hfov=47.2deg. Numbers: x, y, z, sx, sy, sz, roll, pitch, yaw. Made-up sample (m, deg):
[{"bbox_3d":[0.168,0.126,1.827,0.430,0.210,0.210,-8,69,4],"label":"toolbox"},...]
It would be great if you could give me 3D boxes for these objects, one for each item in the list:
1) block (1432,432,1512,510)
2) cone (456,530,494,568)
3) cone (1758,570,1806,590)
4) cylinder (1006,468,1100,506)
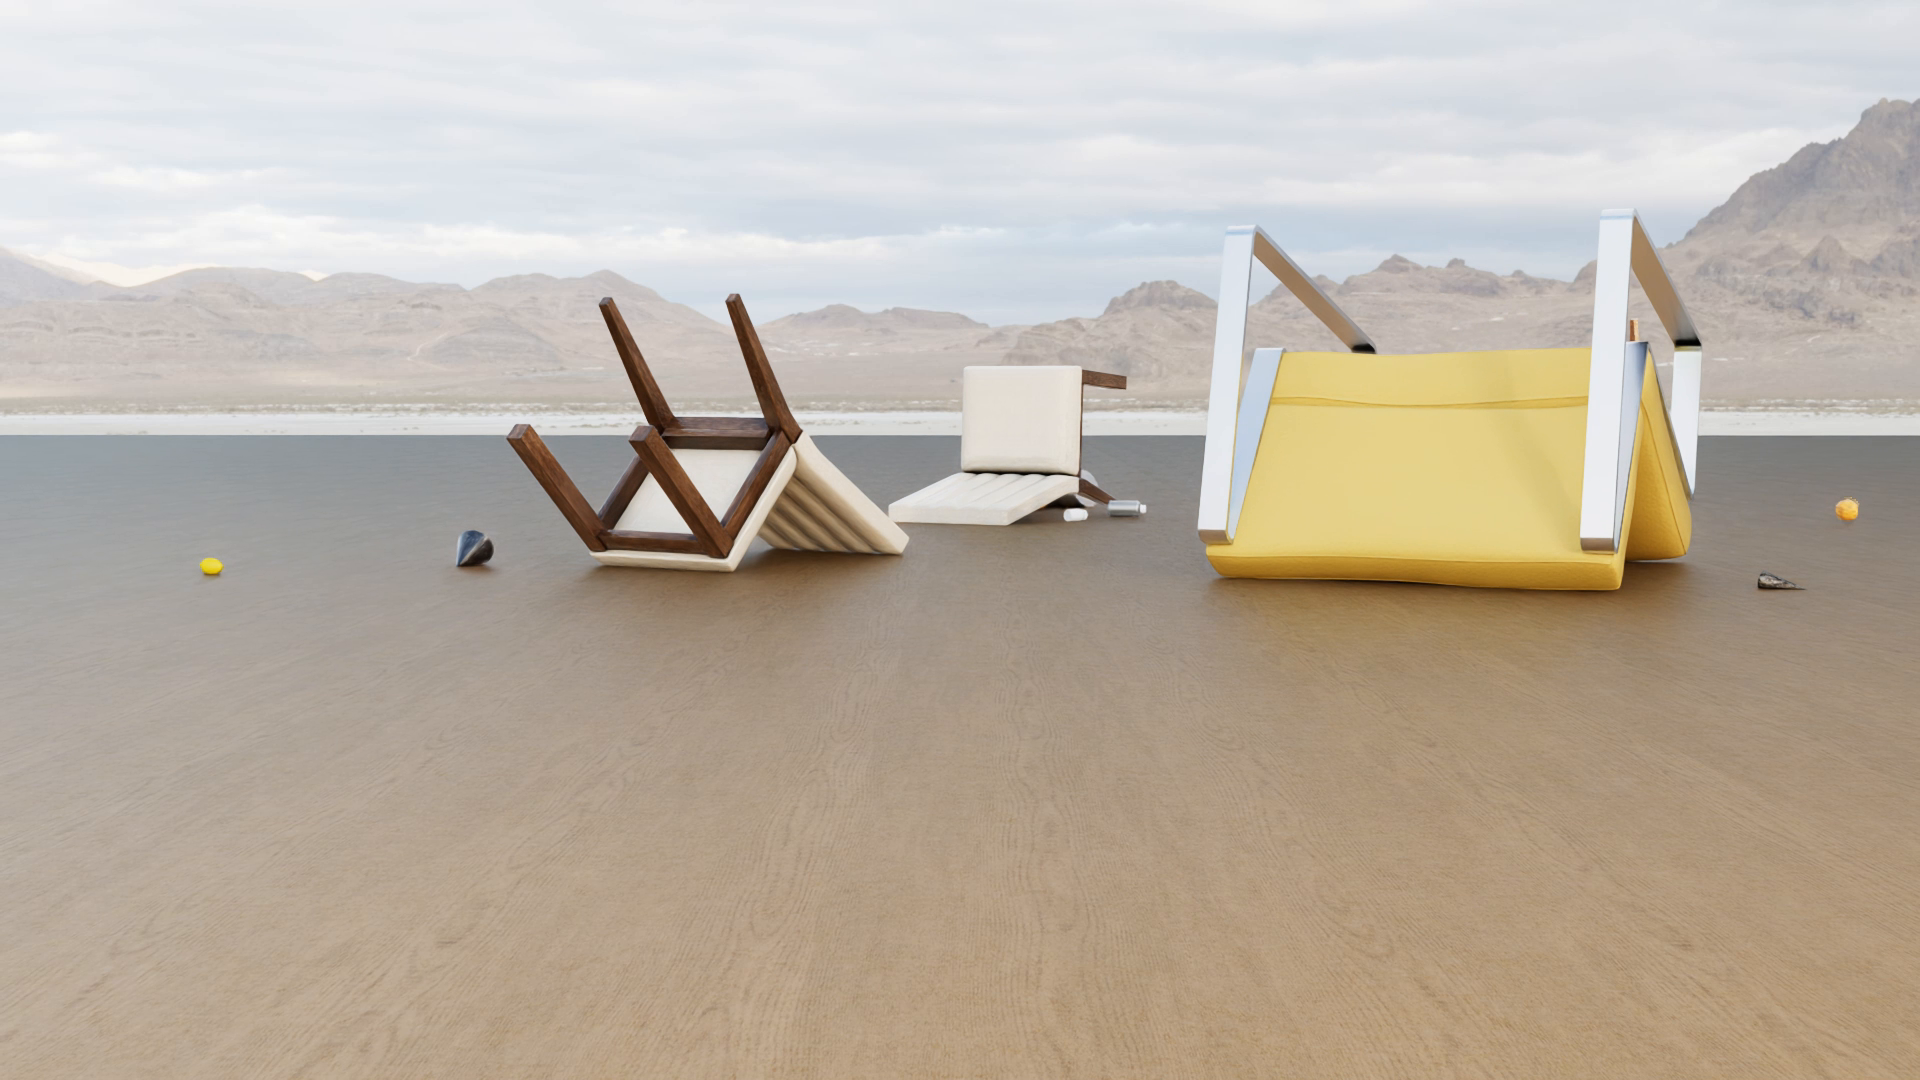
[{"bbox_3d":[1.944,-0.266,8.352,0.283,0.283,0.270,1,4,13],"label":"block"},{"bbox_3d":[-1.254,0.044,5.581,0.120,0.094,0.093,-31,17,36],"label":"cone"},{"bbox_3d":[1.856,0.100,4.947,0.101,0.039,0.103,15,10,29],"label":"cone"},{"bbox_3d":[0.355,-0.202,8.416,0.279,0.131,0.250,2,-13,29],"label":"cylinder"}]
